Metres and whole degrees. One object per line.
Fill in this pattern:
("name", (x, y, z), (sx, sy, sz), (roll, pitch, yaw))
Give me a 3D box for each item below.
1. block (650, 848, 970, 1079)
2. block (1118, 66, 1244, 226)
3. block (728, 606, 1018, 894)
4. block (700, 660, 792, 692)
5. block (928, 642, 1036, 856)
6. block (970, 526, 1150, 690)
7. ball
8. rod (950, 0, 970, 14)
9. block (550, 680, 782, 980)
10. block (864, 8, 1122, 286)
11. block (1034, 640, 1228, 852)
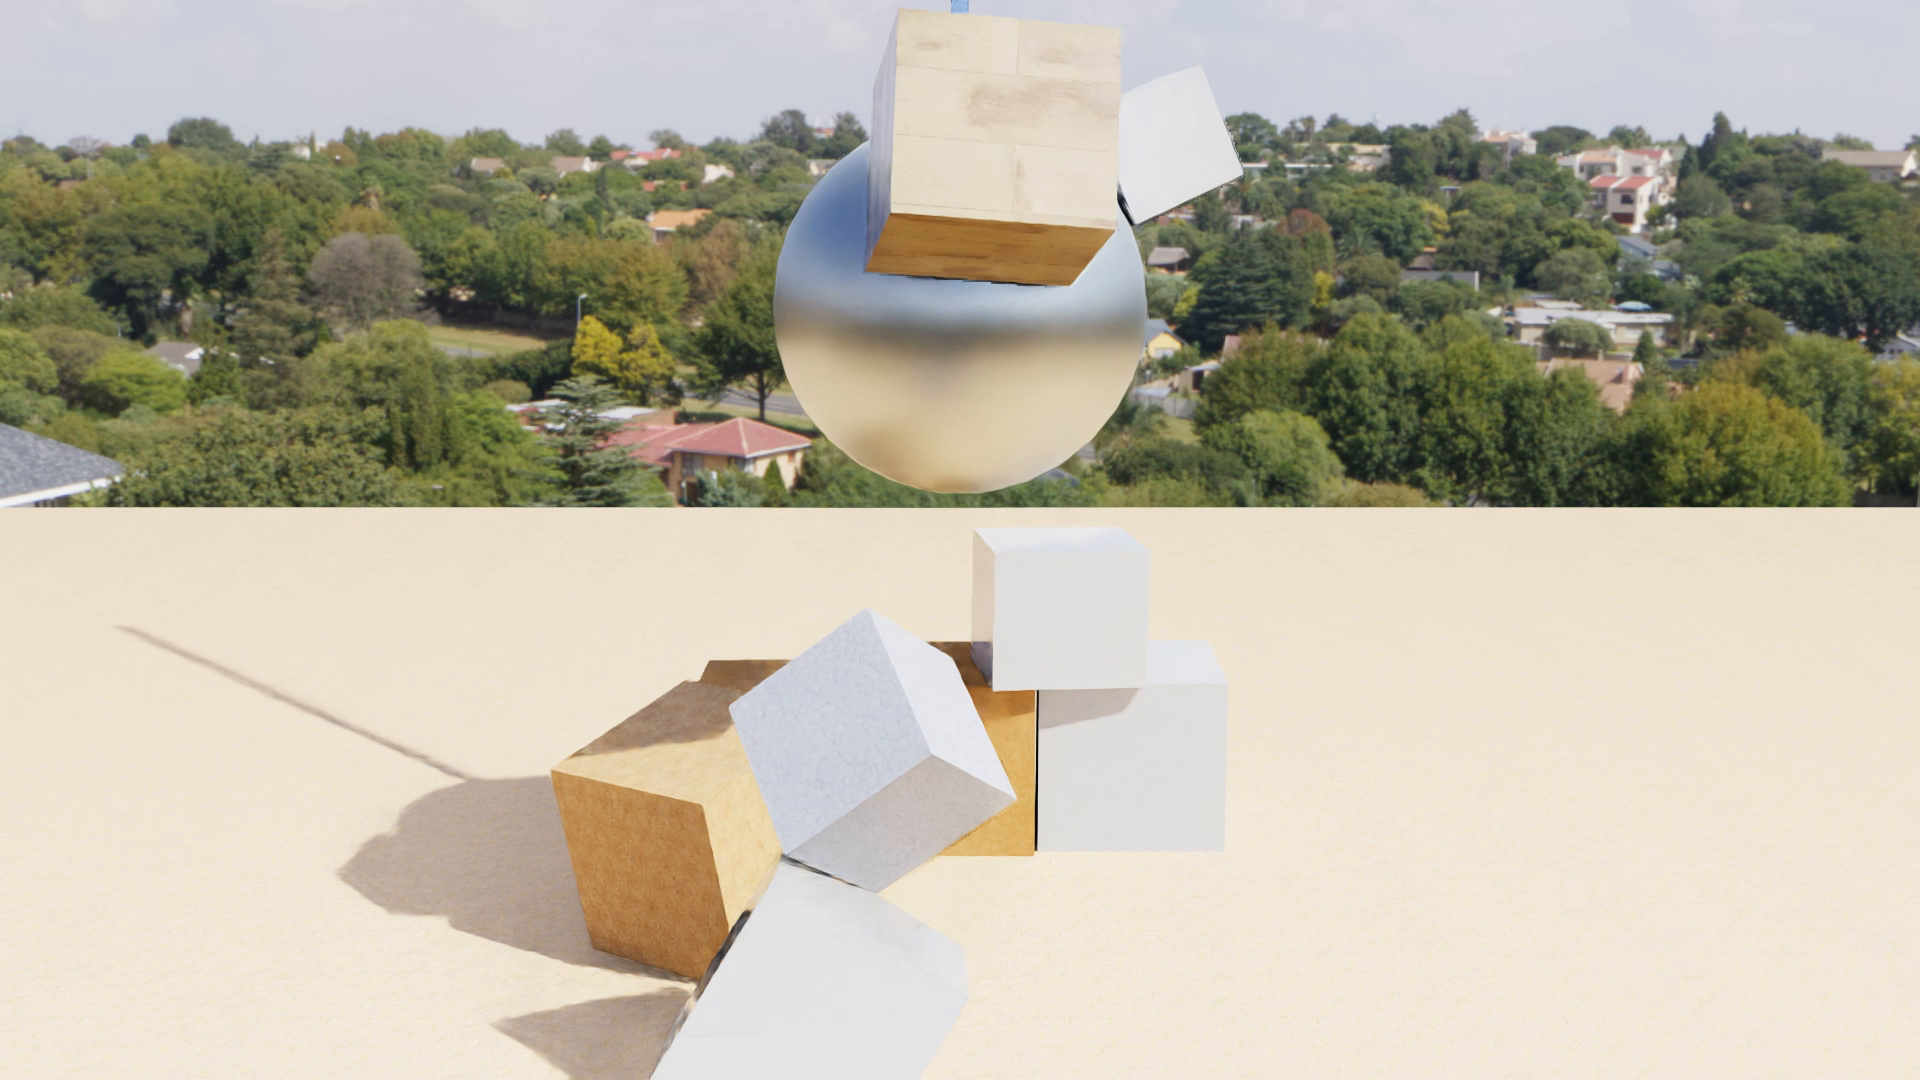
("block", (-0.497, 1.609, 7.510), (0.748, 0.775, 0.728), (32, 1, -2))
("block", (0.826, -1.710, 9.618), (0.548, 0.501, 0.446), (-27, 12, -14))
("block", (-0.309, 0.750, 7.753), (0.634, 0.637, 0.589), (-36, -35, 14))
("block", (-0.945, 1.093, 11.357), (0.772, 0.786, 0.793), (0, 10, 0))
("block", (-0.091, 1.056, 11.313), (0.920, 0.874, 0.956), (0, 10, 0))
("block", (0.489, 0.330, 10.985), (0.763, 0.676, 0.705), (-1, 10, -8))
("ball", (0.000, -0.996, 9.401), (1.600, 1.600, 1.600), (0, 10, 0))
("rod", (0.000, -4.384, 9.691), (0.080, 5.200, 0.080), (0, -5, 0))
("block", (-1.077, 1.262, 9.586), (0.874, 0.897, 0.885), (7, 27, 35))
("block", (0.107, -1.440, 8.208), (0.809, 0.745, 0.843), (3, -8, -8))
("block", (0.856, 1.048, 11.386), (0.934, 0.865, 0.950), (0, 10, 0))
